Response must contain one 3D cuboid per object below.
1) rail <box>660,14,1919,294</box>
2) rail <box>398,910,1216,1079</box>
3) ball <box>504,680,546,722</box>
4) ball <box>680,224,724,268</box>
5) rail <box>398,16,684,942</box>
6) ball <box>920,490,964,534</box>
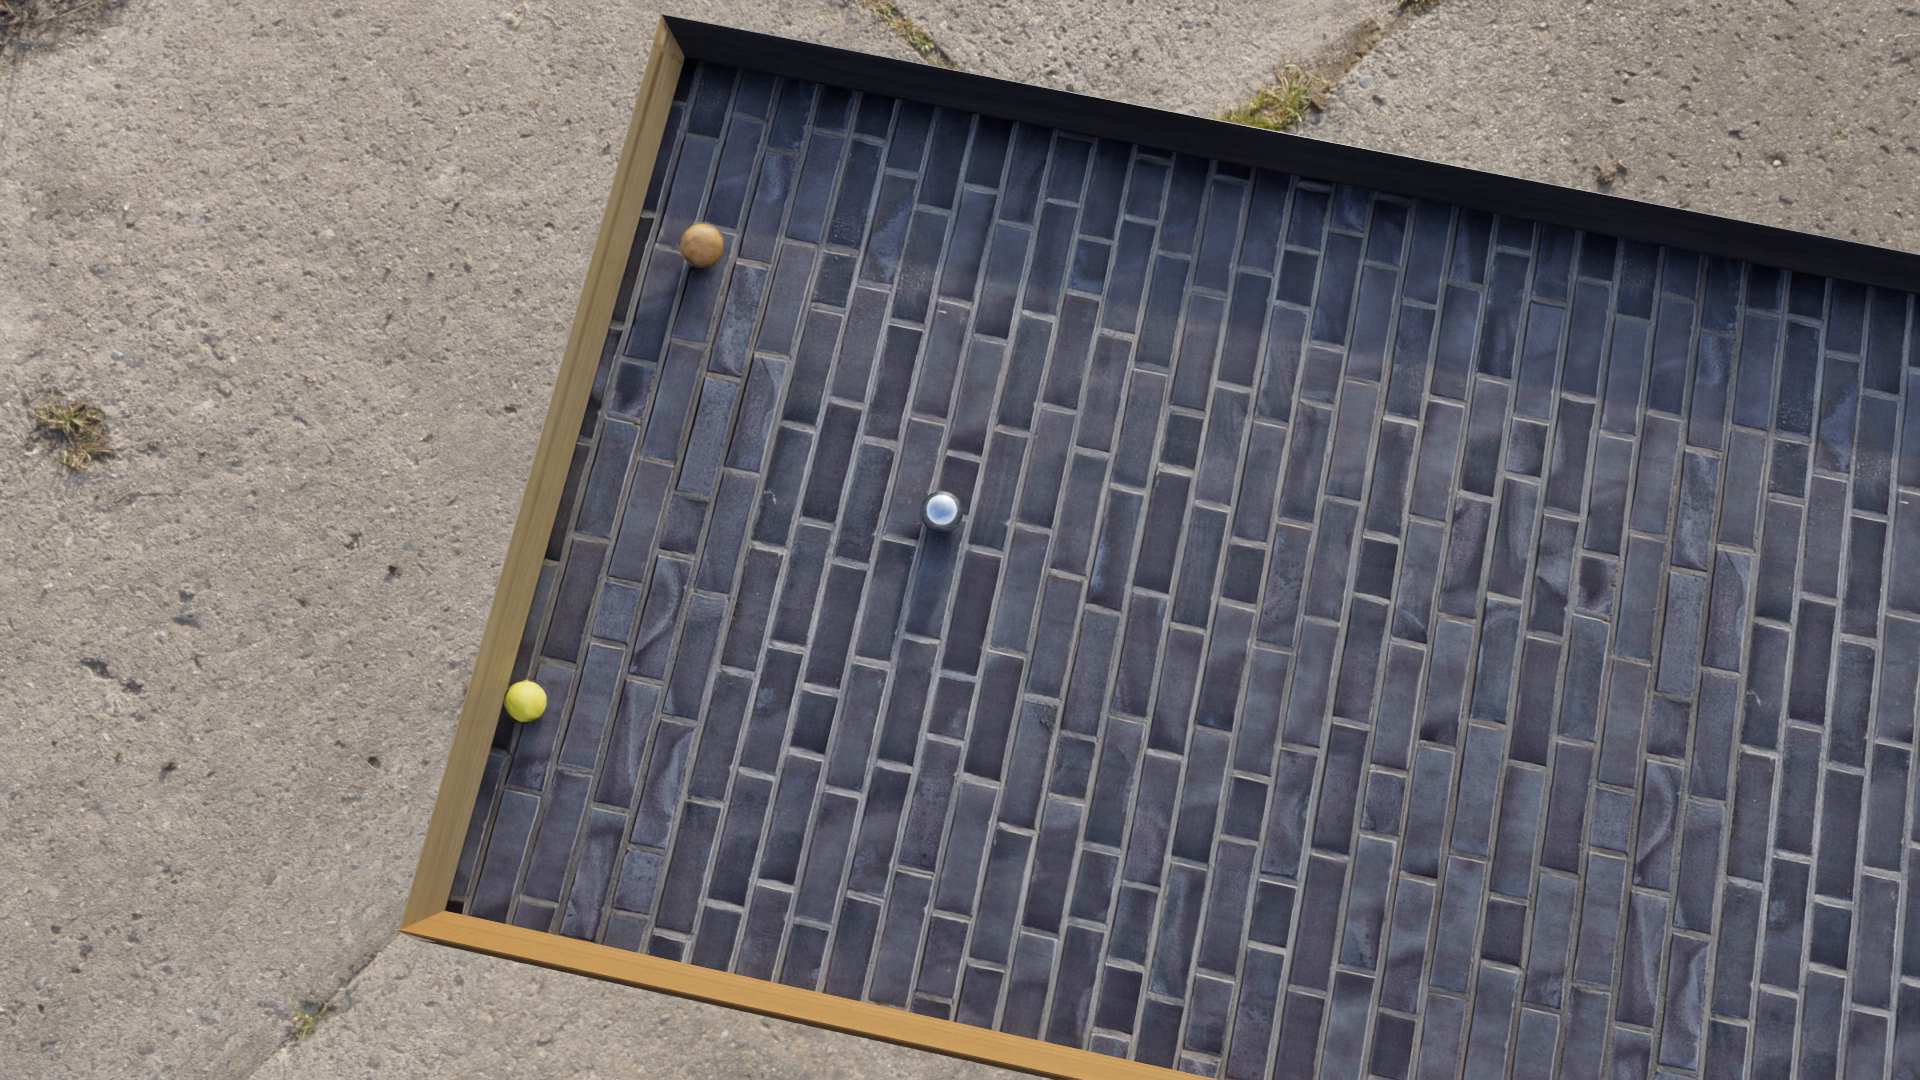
[{"bbox_3d":[0.801,-0.559,3.542,2.645,0.091,0.045,12,73,4],"label":"rail"},{"bbox_3d":[0.493,0.817,3.120,2.645,0.091,0.045,12,73,4],"label":"rail"},{"bbox_3d":[-0.654,0.243,3.312,0.063,0.063,0.063,0,73,0],"label":"ball"},{"bbox_3d":[-0.415,-0.472,3.527,0.070,0.070,0.070,0,73,0],"label":"ball"},{"bbox_3d":[-0.624,-0.131,3.411,0.045,0.091,1.519,12,73,4],"label":"rail"},{"bbox_3d":[-0.028,-0.043,3.398,0.066,0.066,0.066,0,73,0],"label":"ball"}]
